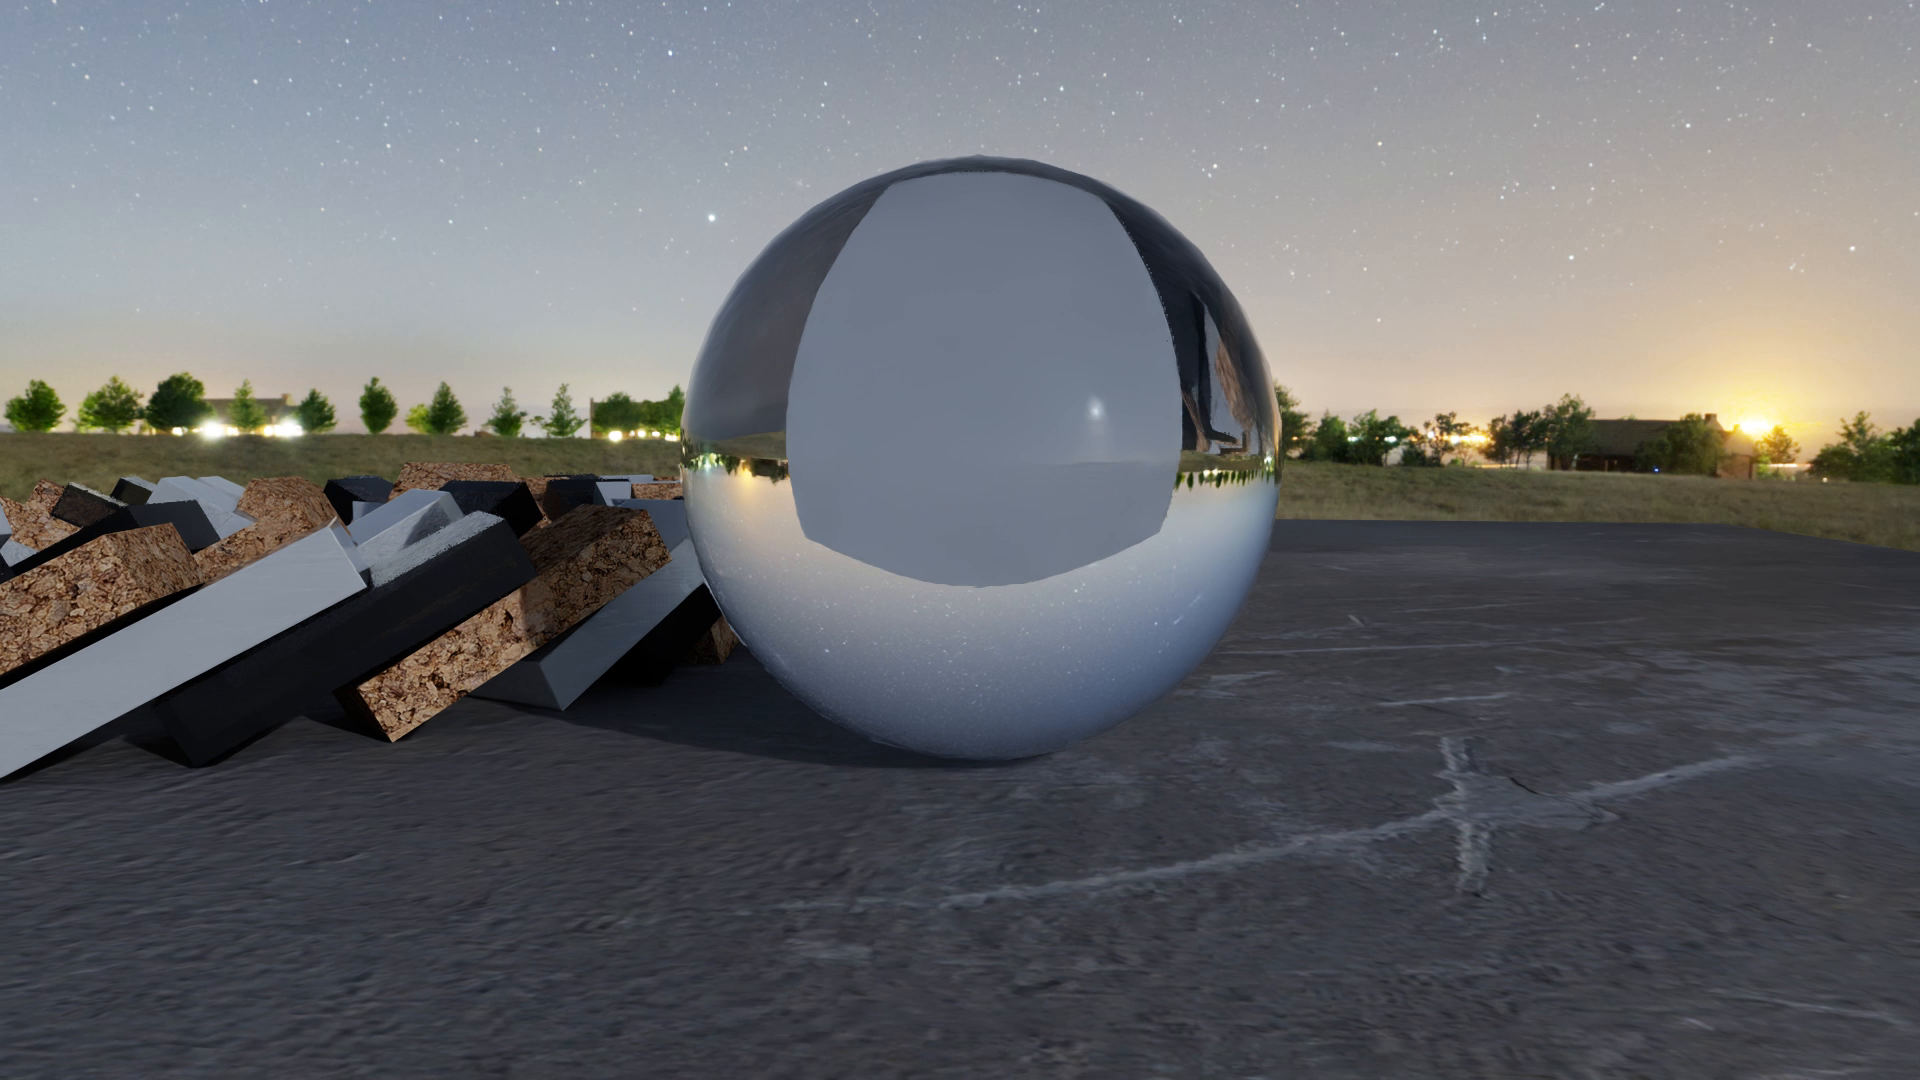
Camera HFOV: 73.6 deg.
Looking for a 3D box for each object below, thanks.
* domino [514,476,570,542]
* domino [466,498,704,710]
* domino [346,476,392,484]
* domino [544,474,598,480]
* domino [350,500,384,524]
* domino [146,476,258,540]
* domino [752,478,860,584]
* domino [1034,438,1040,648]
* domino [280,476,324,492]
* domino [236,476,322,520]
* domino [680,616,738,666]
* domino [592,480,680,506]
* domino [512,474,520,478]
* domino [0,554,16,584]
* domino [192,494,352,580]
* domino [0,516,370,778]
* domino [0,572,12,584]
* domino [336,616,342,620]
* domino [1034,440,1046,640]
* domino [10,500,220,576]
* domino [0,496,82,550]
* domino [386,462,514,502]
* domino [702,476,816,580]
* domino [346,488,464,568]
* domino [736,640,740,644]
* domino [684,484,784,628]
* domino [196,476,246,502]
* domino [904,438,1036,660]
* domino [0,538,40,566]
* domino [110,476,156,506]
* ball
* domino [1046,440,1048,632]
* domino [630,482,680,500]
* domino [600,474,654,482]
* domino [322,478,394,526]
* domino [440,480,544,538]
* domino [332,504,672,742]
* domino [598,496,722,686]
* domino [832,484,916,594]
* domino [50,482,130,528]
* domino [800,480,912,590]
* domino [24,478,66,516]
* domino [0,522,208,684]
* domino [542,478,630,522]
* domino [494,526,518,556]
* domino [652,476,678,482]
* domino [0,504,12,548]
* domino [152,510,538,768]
[{"bbox_3d":[-0.116,-0.002,0.380,0.050,0.009,0.025,38,26,32],"label":"domino"},{"bbox_3d":[-0.064,0.010,0.227,0.025,0.009,0.050,3,33,31],"label":"domino"},{"bbox_3d":[-0.190,-0.007,0.452,0.050,0.009,0.025,27,3,-3],"label":"domino"},{"bbox_3d":[-0.122,-0.007,0.453,0.050,0.010,0.025,31,15,19],"label":"domino"},{"bbox_3d":[-0.139,0.005,0.322,0.025,0.010,0.050,5,20,-28],"label":"domino"},{"bbox_3d":[-0.207,-0.002,0.375,0.050,0.009,0.025,30,-5,-17],"label":"domino"},{"bbox_3d":[-0.044,-0.004,0.410,0.025,0.009,0.050,-4,33,-42],"label":"domino"},{"bbox_3d":[0.005,0.000,0.279,0.025,0.050,0.009,0,-38,4],"label":"domino"},{"bbox_3d":[-0.212,-0.006,0.445,0.050,0.010,0.025,27,0,-10],"label":"domino"},{"bbox_3d":[-0.185,-0.002,0.384,0.050,0.010,0.025,29,4,-1],"label":"domino"},{"bbox_3d":[-0.052,0.007,0.269,0.025,0.009,0.050,1,32,18],"label":"domino"},{"bbox_3d":[-0.082,0.000,0.352,0.025,0.009,0.050,-2,33,-31],"label":"domino"},{"bbox_3d":[-0.145,-0.007,0.455,0.050,0.009,0.025,28,9,8],"label":"domino"},{"bbox_3d":[-0.148,0.015,0.157,0.050,0.009,0.025,-29,7,-3],"label":"domino"},{"bbox_3d":[-0.138,0.009,0.232,0.050,0.010,0.025,-30,13,-11],"label":"domino"},{"bbox_3d":[-0.107,0.014,0.176,0.050,0.009,0.025,-31,15,-19],"label":"domino"},{"bbox_3d":[-0.251,0.004,0.298,0.025,0.009,0.050,1,-25,11],"label":"domino"},{"bbox_3d":[-0.172,0.013,0.325,0.050,0.010,0.025,2,5,26],"label":"domino"},{"bbox_3d":[0.007,-0.001,0.291,0.025,0.050,0.009,0,-38,4],"label":"domino"},{"bbox_3d":[-0.161,0.010,0.226,0.050,0.009,0.025,-29,7,-4],"label":"domino"},{"bbox_3d":[-0.239,0.001,0.342,0.025,0.010,0.050,4,-23,46],"label":"domino"},{"bbox_3d":[-0.122,0.001,0.298,0.025,0.010,0.050,1,41,-3],"label":"domino"},{"bbox_3d":[-0.062,-0.005,0.424,0.025,0.009,0.050,-5,33,-47],"label":"domino"},{"bbox_3d":[-0.123,0.007,0.251,0.050,0.009,0.025,-38,26,-30],"label":"domino"},{"bbox_3d":[-0.052,0.005,0.292,0.025,0.009,0.050,1,33,6],"label":"domino"},{"bbox_3d":[-0.056,0.003,0.314,0.025,0.009,0.050,0,33,-5],"label":"domino"},{"bbox_3d":[-0.233,-0.006,0.437,0.050,0.010,0.025,27,-4,-17],"label":"domino"},{"bbox_3d":[0.003,0.001,0.266,0.025,0.050,0.009,0,-38,4],"label":"domino"},{"bbox_3d":[-0.251,0.002,0.324,0.025,0.010,0.050,3,-24,37],"label":"domino"},{"bbox_3d":[-0.253,-0.005,0.427,0.050,0.009,0.025,28,-7,-21],"label":"domino"},{"bbox_3d":[0.003,-0.011,0.174,0.080,0.080,0.080,0,4,0],"label":"ball"},{"bbox_3d":[0.008,-0.002,0.304,0.025,0.050,0.010,0,-37,4],"label":"domino"},{"bbox_3d":[-0.069,0.002,0.334,0.025,0.009,0.050,-2,33,-23],"label":"domino"},{"bbox_3d":[-0.101,-0.007,0.446,0.050,0.009,0.025,33,19,24],"label":"domino"},{"bbox_3d":[-0.163,-0.002,0.386,0.050,0.010,0.025,29,8,6],"label":"domino"},{"bbox_3d":[-0.116,0.005,0.274,0.025,0.010,0.050,3,36,30],"label":"domino"},{"bbox_3d":[-0.074,0.011,0.204,0.050,0.009,0.025,-37,25,-31],"label":"domino"},{"bbox_3d":[-0.056,0.008,0.247,0.025,0.010,0.050,2,32,24],"label":"domino"},{"bbox_3d":[-0.015,-0.001,0.376,0.025,0.010,0.050,-3,31,-34],"label":"domino"},{"bbox_3d":[-0.225,0.000,0.360,0.050,0.009,0.025,30,-12,-30],"label":"domino"},{"bbox_3d":[-0.028,-0.003,0.395,0.025,0.009,0.050,-2,32,-35],"label":"domino"},{"bbox_3d":[-0.270,-0.004,0.413,0.050,0.009,0.025,30,-13,-32],"label":"domino"},{"bbox_3d":[-0.127,0.014,0.165,0.050,0.009,0.025,-29,11,-11],"label":"domino"},{"bbox_3d":[-0.098,-0.001,0.368,0.025,0.009,0.050,-3,34,-40],"label":"domino"},{"bbox_3d":[-0.141,-0.002,0.384,0.050,0.010,0.025,31,13,14],"label":"domino"},{"bbox_3d":[-0.081,-0.006,0.436,0.050,0.010,0.025,35,23,30],"label":"domino"},{"bbox_3d":[-0.186,0.009,0.217,0.050,0.010,0.025,-34,-10,28],"label":"domino"},{"bbox_3d":[-0.089,0.013,0.188,0.050,0.009,0.025,-33,19,-23],"label":"domino"}]
